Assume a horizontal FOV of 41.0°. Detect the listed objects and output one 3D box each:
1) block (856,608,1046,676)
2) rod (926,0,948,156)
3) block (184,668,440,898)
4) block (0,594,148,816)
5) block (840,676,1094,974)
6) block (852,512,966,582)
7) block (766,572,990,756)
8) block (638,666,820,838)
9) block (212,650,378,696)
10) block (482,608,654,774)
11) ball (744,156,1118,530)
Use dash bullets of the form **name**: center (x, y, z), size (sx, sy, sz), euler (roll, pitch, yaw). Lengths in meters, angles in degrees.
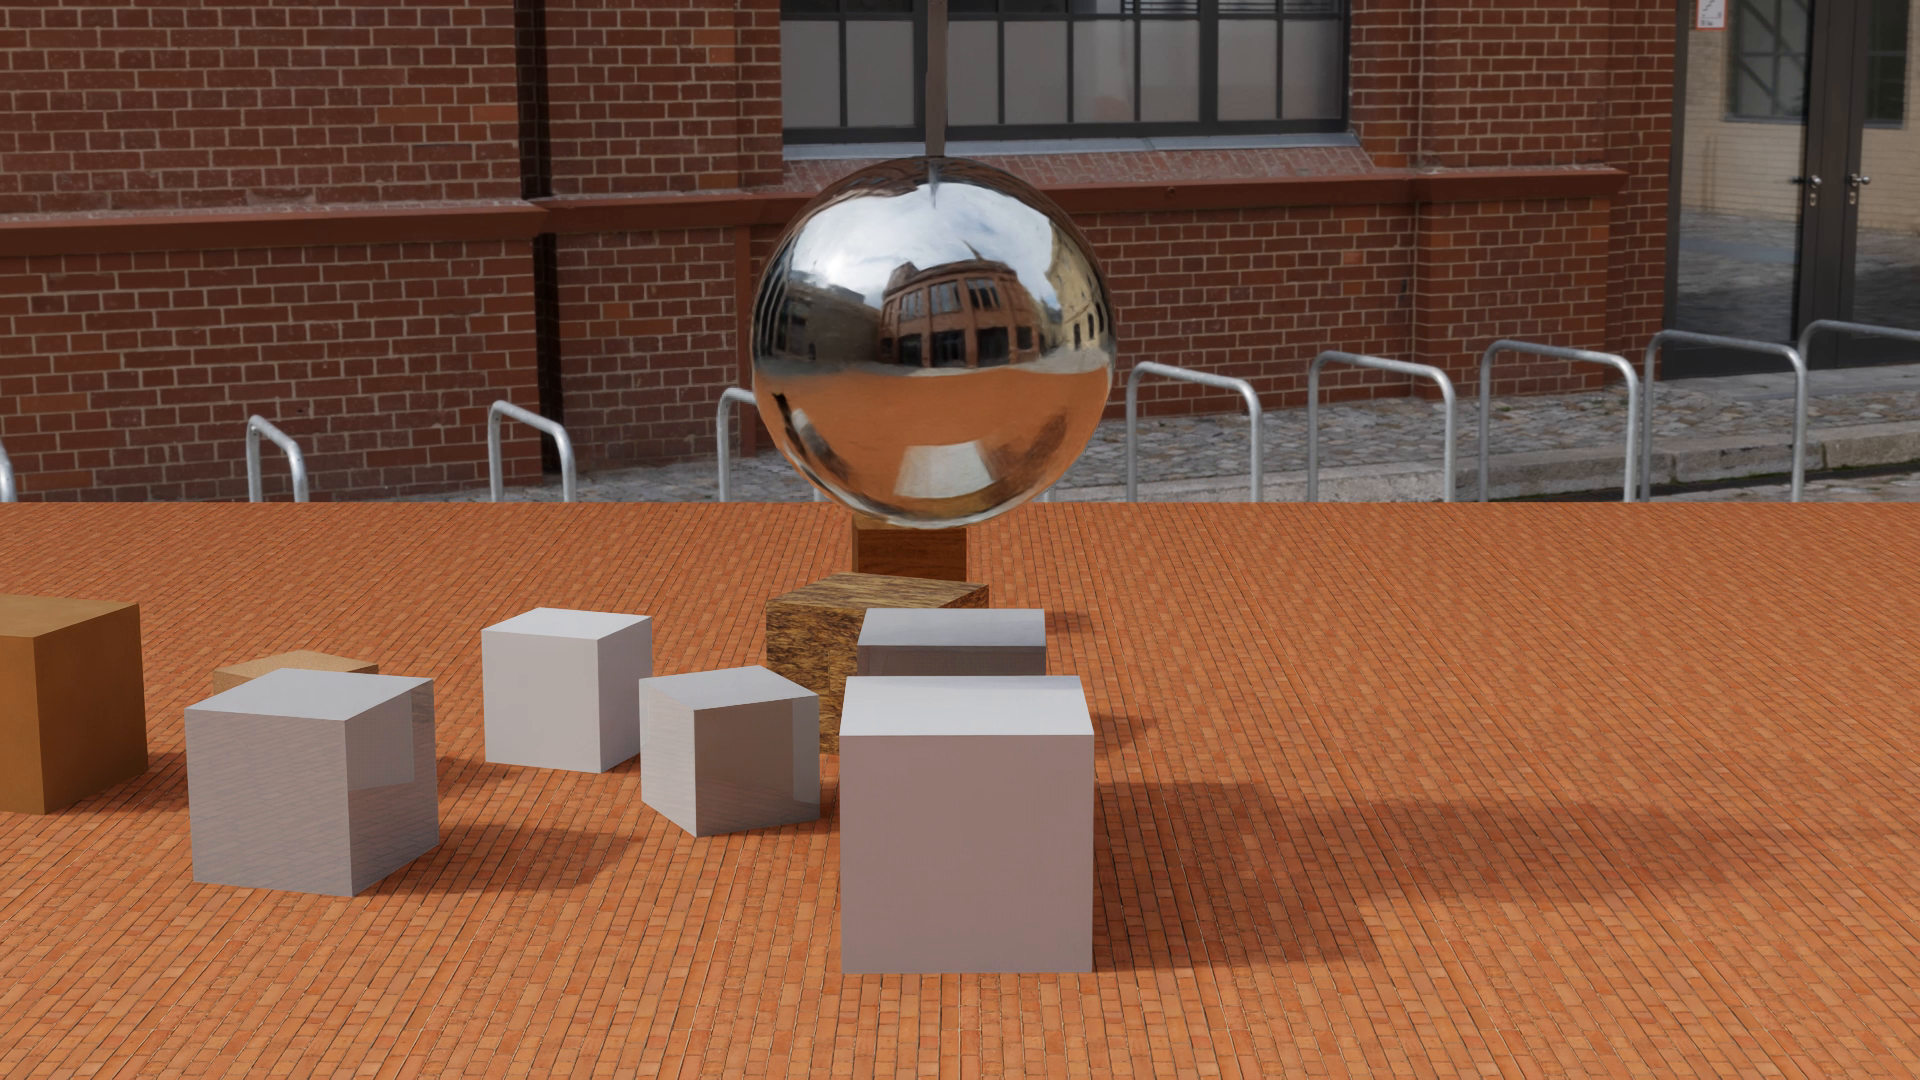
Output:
- **block**: center (-0.030, 0.863, 12.247), size (0.867, 0.920, 0.828), euler (0, 10, 1)
- **rod**: center (-0.054, -4.190, 10.418), size (0.080, 5.200, 0.080), euler (1, 10, 0)
- **block**: center (-2.888, 1.068, 11.496), size (0.779, 0.785, 0.807), euler (3, 11, 16)
- **block**: center (-4.699, 0.795, 12.753), size (0.909, 0.872, 0.841), euler (3, 11, 17)
- **block**: center (0.020, 1.147, 10.543), size (0.991, 0.972, 0.992), euler (0, 10, -1)
- **block**: center (-0.331, 0.214, 16.445), size (0.683, 0.696, 0.653), euler (-1, 10, -6)
- **block**: center (-0.429, 0.666, 13.708), size (0.887, 0.786, 0.895), euler (5, 11, 23)
- **block**: center (-1.112, 1.004, 12.340), size (0.635, 0.610, 0.704), euler (-5, 12, -28)
- **block**: center (-3.311, 0.923, 12.843), size (0.574, 0.590, 0.566), euler (7, 13, 34)
- **block**: center (-2.035, 0.773, 13.365), size (0.667, 0.697, 0.603), euler (4, 11, 20)
- **ball**: center (-0.124, -0.846, 11.027), size (1.600, 1.600, 1.600), euler (0, 10, 0)
